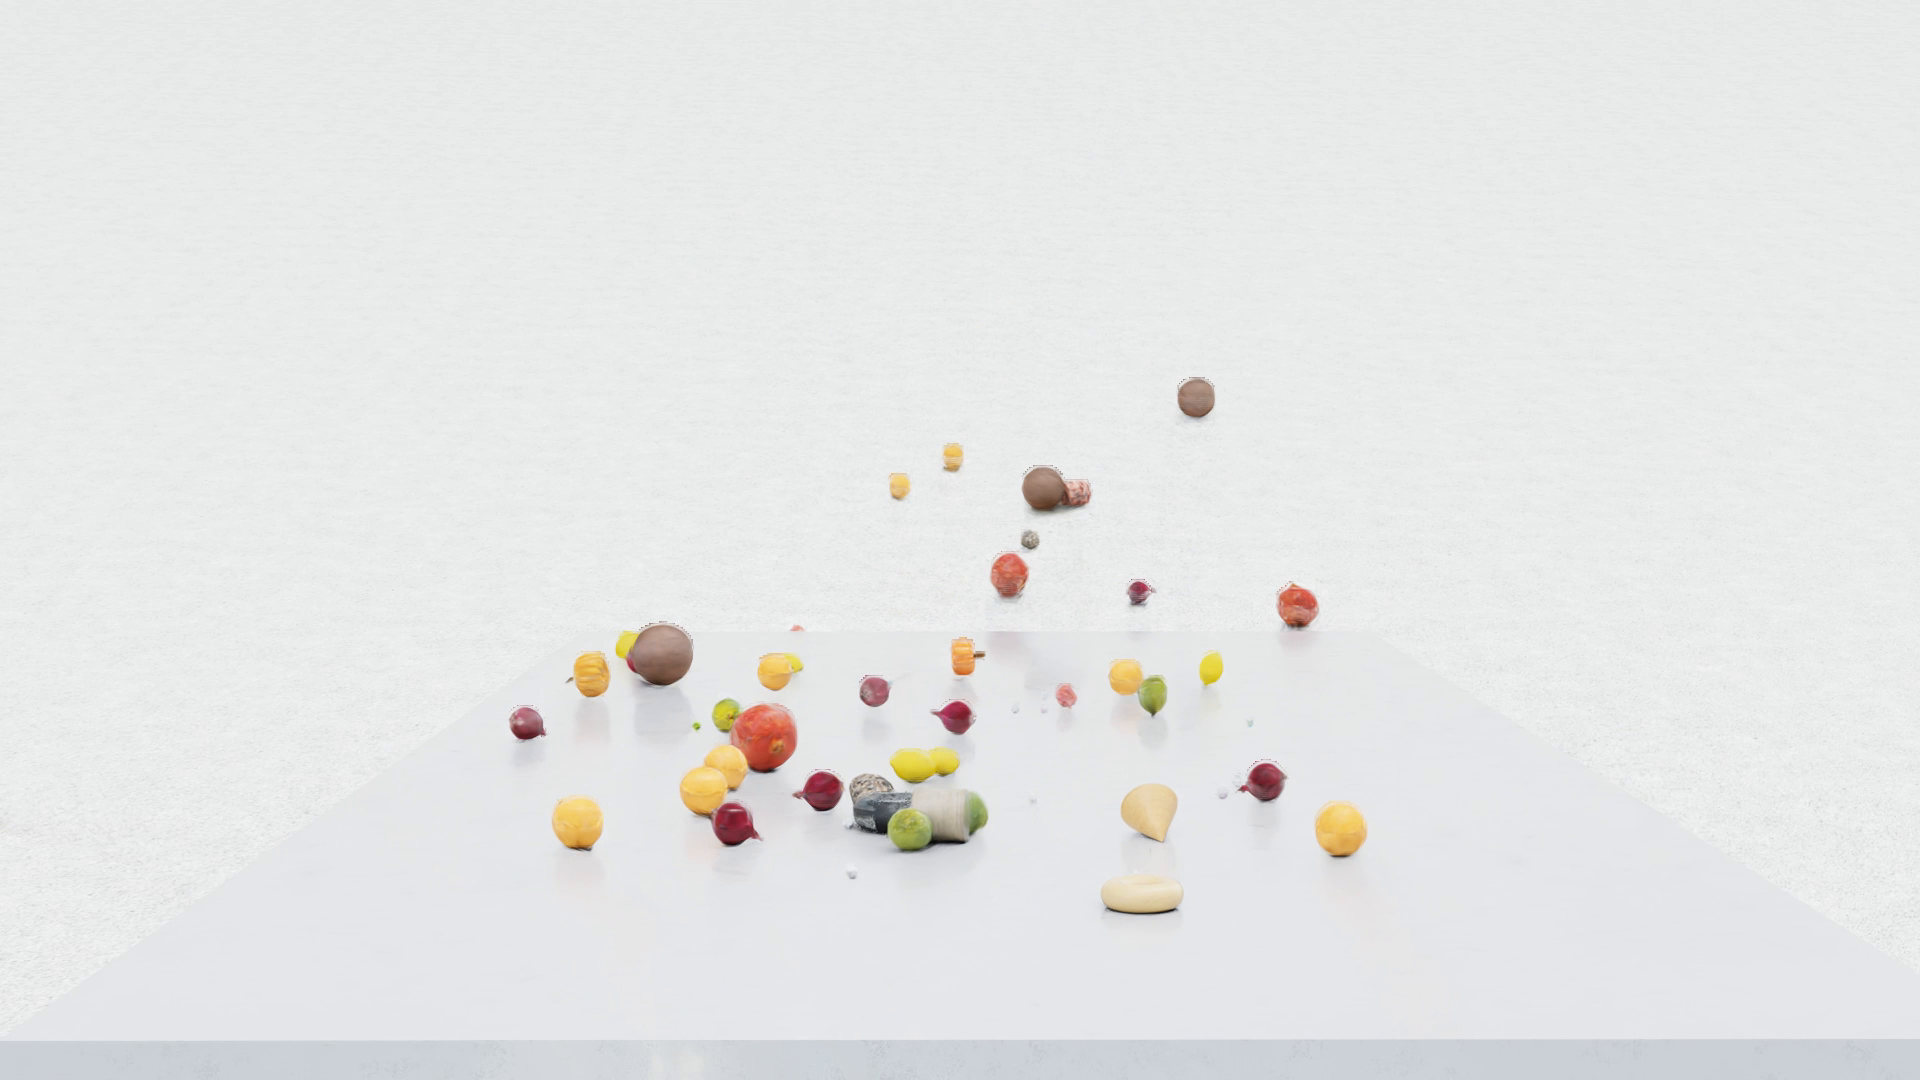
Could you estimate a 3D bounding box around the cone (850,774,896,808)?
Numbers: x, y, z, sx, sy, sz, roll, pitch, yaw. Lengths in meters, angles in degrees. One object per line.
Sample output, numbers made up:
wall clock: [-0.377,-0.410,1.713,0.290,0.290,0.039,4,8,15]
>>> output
cone: [-0.139,0.395,3.789,0.073,0.073,0.073,5,31,14]

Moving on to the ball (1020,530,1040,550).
ball: [0.203,-0.001,7.395,0.055,0.055,0.055,0,20,0]

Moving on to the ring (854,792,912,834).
ring: [-0.085,0.394,3.711,0.139,0.046,0.139,0,2,0]

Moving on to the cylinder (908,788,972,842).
cylinder: [-0.027,0.386,3.609,0.074,0.074,0.074,-4,18,12]

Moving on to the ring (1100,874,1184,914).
ring: [0.224,0.436,3.163,0.103,0.034,0.103,-1,3,0]

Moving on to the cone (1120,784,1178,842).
cone: [0.277,0.403,3.631,0.084,0.084,0.084,-3,31,-8]

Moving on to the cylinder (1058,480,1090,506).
cylinder: [0.346,-0.141,7.754,0.071,0.071,0.071,-6,20,-23]

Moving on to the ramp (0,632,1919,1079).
ramp: [0.046,0.413,4.536,2.000,0.100,4.000,0,4,0]
